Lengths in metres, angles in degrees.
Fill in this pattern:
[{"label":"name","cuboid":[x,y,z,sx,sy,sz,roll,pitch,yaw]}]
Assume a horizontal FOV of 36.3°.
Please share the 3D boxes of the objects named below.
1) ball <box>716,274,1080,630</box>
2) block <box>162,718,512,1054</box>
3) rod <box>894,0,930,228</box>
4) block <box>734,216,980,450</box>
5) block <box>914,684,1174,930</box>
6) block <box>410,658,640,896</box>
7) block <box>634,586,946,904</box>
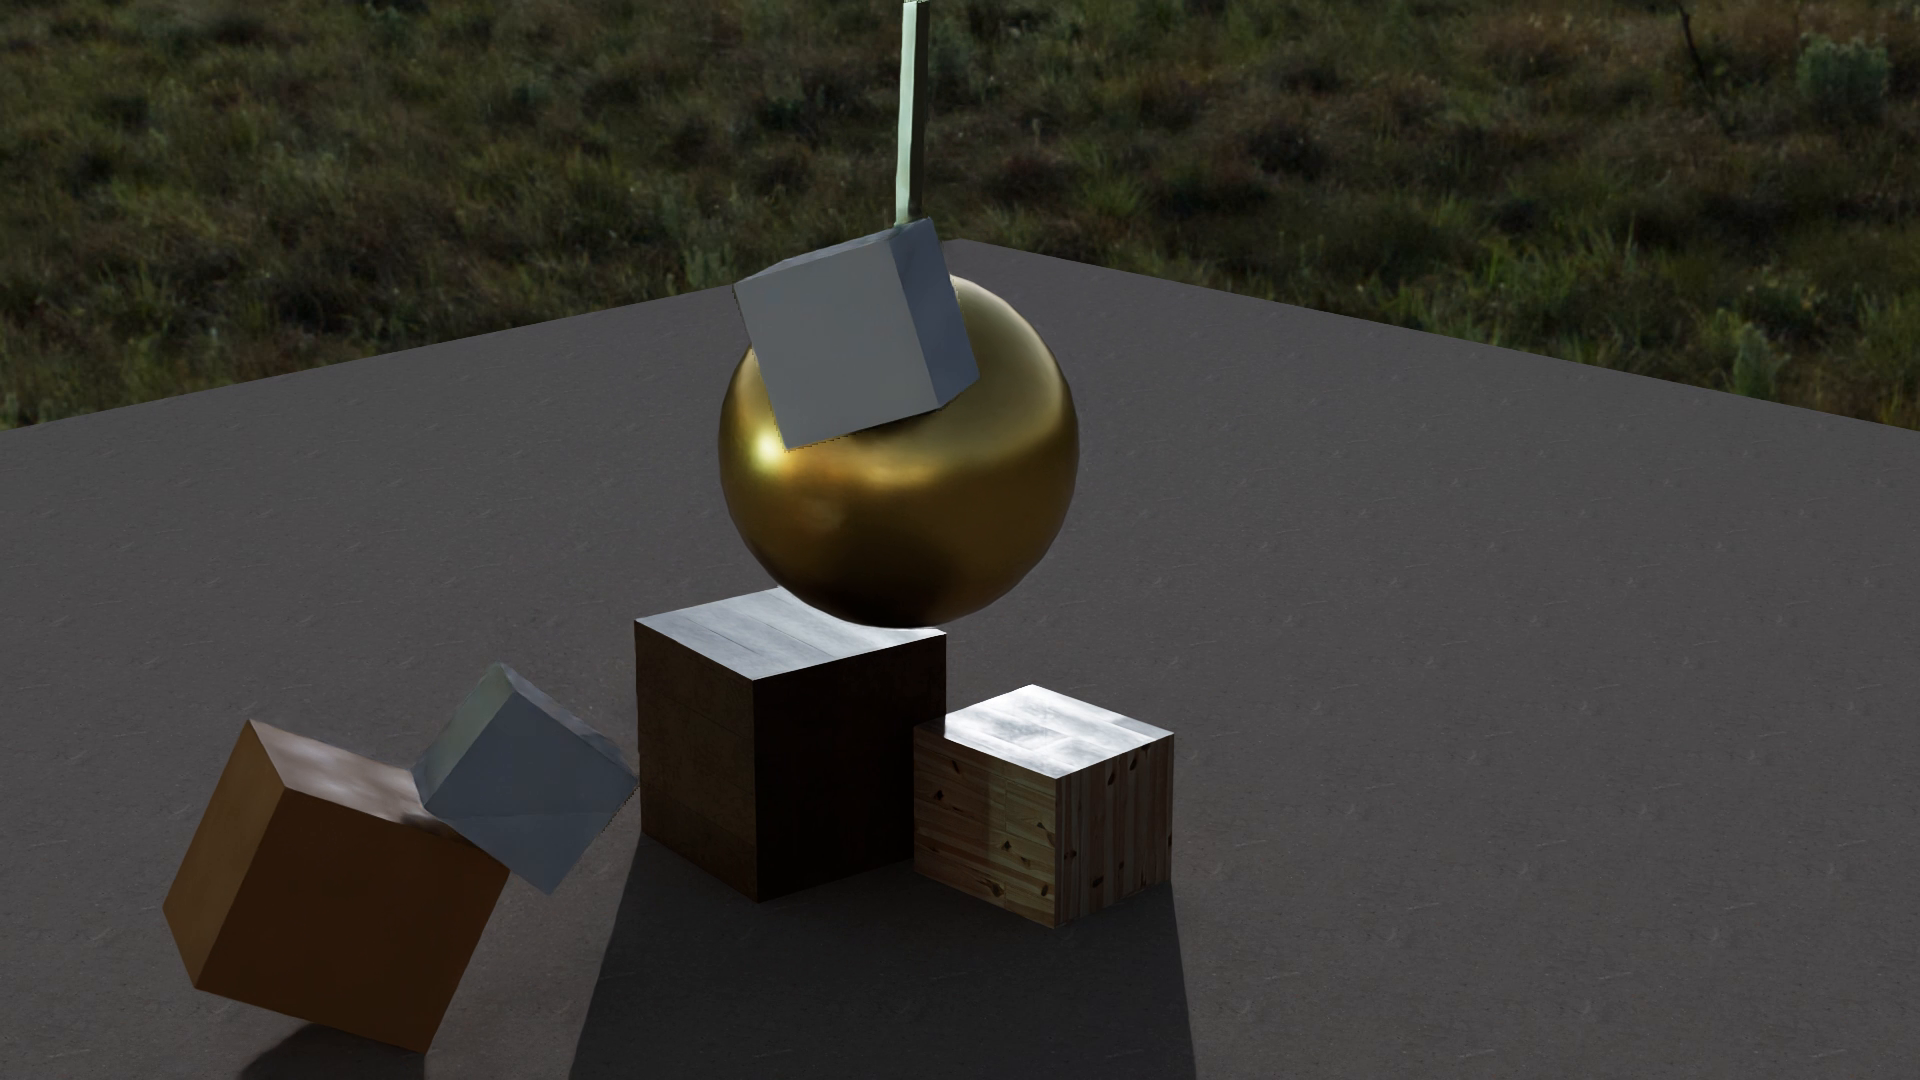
[{"label":"ball","cuboid":[-0.270,-0.405,12.931,1.600,1.600,1.600,0,17,0]},{"label":"block","cuboid":[-2.521,1.394,11.855,0.994,0.870,0.805,23,6,-28]},{"label":"rod","cuboid":[-0.117,-3.688,12.060,0.080,5.200,0.080,17,20,42]},{"label":"block","cuboid":[-0.401,-0.832,11.712,0.658,0.682,0.665,-14,10,17]},{"label":"block","cuboid":[0.377,1.197,13.346,0.776,0.714,0.888,-17,24,-42]},{"label":"block","cuboid":[-1.734,0.933,11.627,0.611,0.568,0.649,38,-2,-17]},{"label":"block","cuboid":[-0.788,0.907,13.682,1.051,1.066,1.017,-13,21,-35]}]
